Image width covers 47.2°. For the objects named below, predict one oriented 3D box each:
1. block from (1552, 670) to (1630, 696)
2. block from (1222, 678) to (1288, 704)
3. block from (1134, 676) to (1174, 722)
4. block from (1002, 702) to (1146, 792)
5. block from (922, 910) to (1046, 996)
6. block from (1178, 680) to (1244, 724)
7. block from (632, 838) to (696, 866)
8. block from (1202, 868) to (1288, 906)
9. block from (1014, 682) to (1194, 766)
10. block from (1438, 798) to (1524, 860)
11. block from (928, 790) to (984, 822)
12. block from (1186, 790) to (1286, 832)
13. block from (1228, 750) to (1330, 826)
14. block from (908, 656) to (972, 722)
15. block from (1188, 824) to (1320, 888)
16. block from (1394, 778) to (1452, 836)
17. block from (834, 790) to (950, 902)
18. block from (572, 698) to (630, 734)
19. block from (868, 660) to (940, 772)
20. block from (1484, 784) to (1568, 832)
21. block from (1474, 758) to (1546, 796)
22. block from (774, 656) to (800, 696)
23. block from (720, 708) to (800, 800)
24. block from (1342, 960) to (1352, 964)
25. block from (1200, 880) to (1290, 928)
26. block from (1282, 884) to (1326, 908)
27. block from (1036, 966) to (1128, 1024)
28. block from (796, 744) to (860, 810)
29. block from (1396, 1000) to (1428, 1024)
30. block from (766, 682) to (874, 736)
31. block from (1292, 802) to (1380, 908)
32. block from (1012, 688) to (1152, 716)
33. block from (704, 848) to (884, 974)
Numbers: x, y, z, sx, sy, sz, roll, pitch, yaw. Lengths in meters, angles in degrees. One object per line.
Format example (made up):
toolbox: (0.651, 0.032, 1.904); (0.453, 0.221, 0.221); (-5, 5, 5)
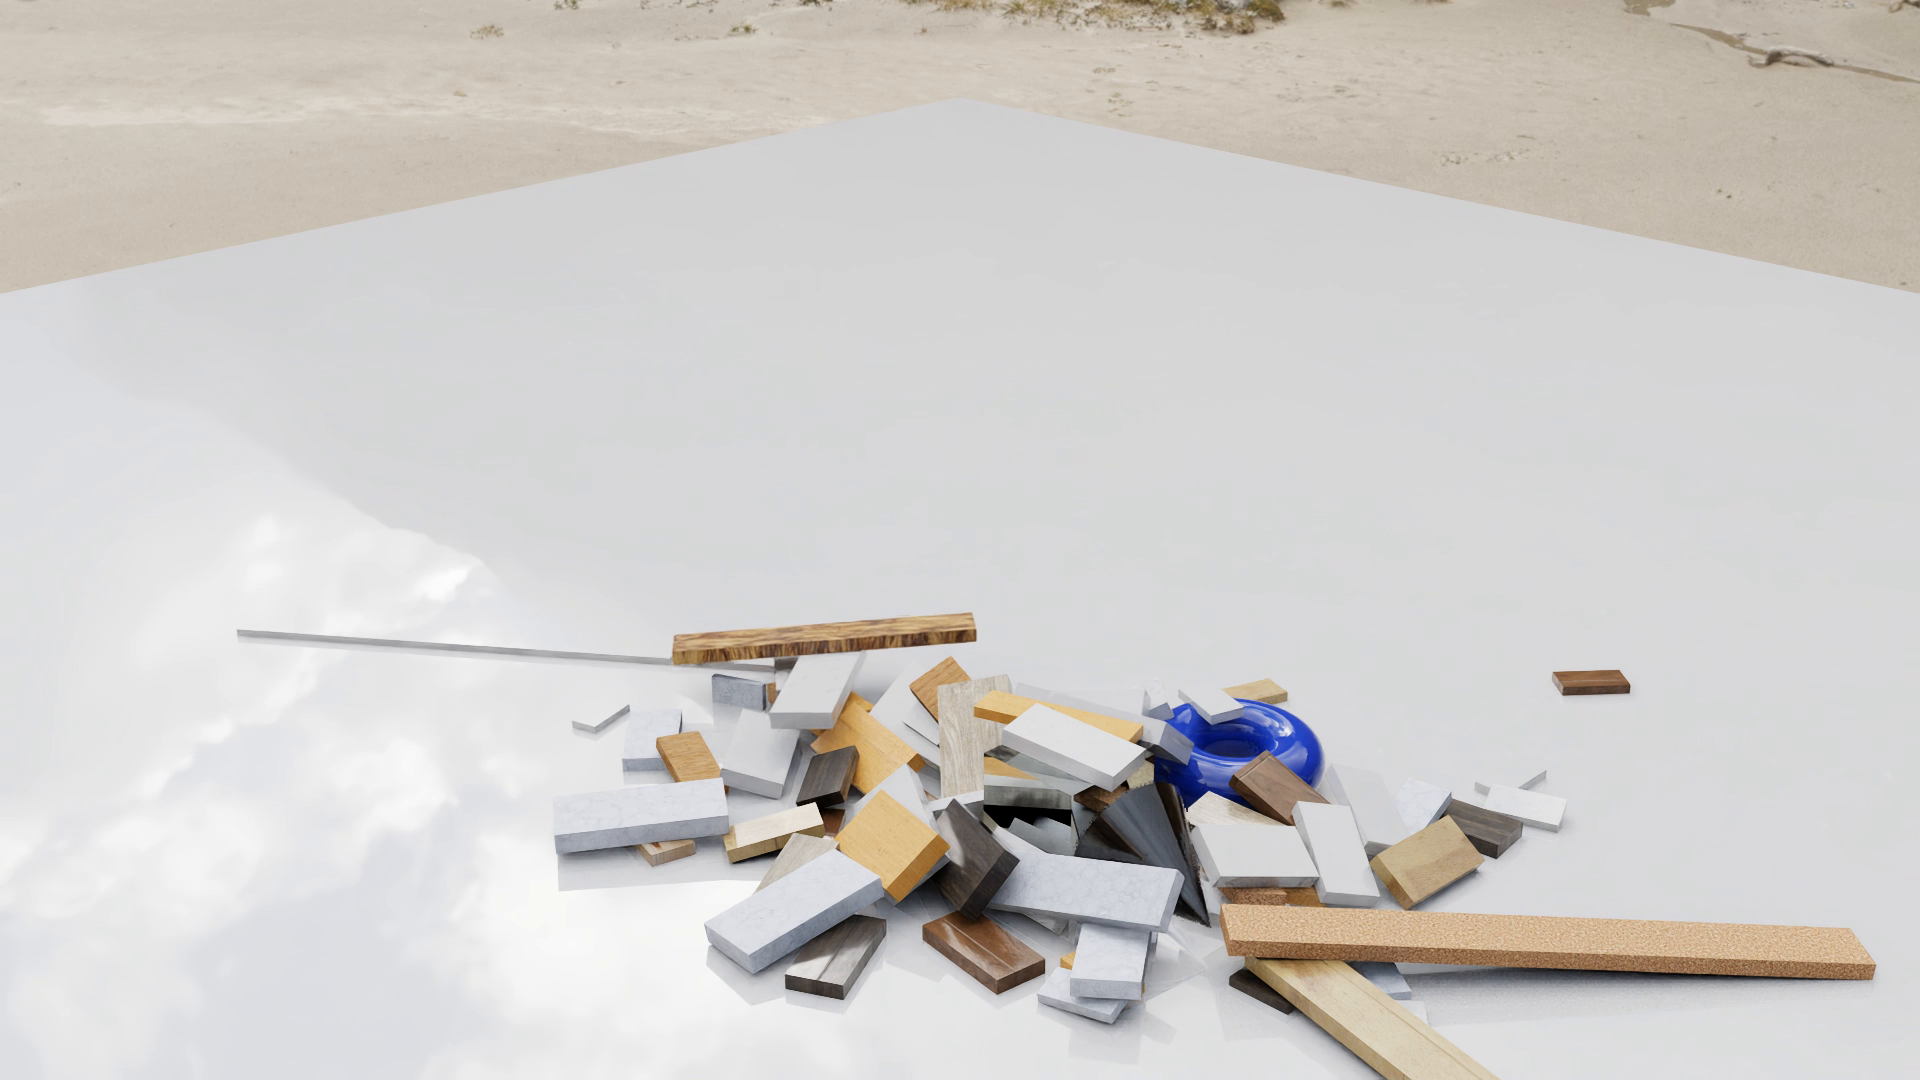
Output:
block: (1.427, 0.322, 4.973); (0.155, 0.022, 0.077); (-2, 23, -4)
block: (0.645, 0.349, 4.910); (0.155, 0.022, 0.077); (-11, 25, -24)
block: (0.310, 0.388, 4.635); (0.277, 0.039, 0.136); (-26, 19, 7)
block: (0.215, 0.392, 4.173); (0.245, 0.035, 0.122); (21, 32, 27)
block: (0.042, 0.740, 3.977); (0.110, 0.031, 0.220); (-17, 28, -34)
block: (0.526, 0.340, 4.613); (0.076, 0.021, 0.151); (-13, 23, -18)
block: (-0.606, 0.582, 4.356); (0.093, 0.026, 0.185); (-13, 26, -28)
block: (0.534, 0.645, 4.144); (0.096, 0.027, 0.193); (4, 11, -14)
block: (0.286, 0.369, 4.419); (0.335, 0.047, 0.167); (13, -13, 30)
block: (0.994, 0.564, 4.390); (0.225, 0.032, 0.112); (17, 28, 35)
block: (0.015, 0.532, 4.340); (0.163, 0.081, 0.023); (-14, 50, 14)
block: (0.546, 0.567, 4.260); (0.225, 0.032, 0.112); (22, 35, 32)
block: (0.648, 0.517, 4.311); (0.225, 0.032, 0.112); (40, 46, 23)
block: (-0.001, 0.347, 4.571); (0.110, 0.031, 0.220); (-35, 51, -10)
block: (0.549, 0.589, 4.102); (0.234, 0.033, 0.117); (5, 44, -31)
block: (0.891, 0.551, 4.362); (0.093, 0.026, 0.185); (17, 44, 34)
block: (-0.134, 0.579, 4.185); (0.140, 0.040, 0.280); (-46, 25, -9)
block: (-0.788, 0.386, 4.829); (0.063, 0.018, 0.125); (12, 26, 26)
block: (-0.029, 0.393, 4.622); (0.335, 0.047, 0.167); (27, 71, 39)
block: (1.139, 0.540, 4.434); (0.151, 0.021, 0.076); (11, 42, 24)
block: (1.142, 0.498, 4.560); (0.151, 0.021, 0.076); (-21, 31, -40)
block: (-0.344, 0.297, 4.902); (0.136, 0.039, 0.273); (-5, 18, -5)
block: (-0.418, 0.447, 4.617); (0.131, 0.037, 0.263); (15, 23, -2)
block: (0.659, 0.737, 3.990); (0.193, 0.027, 0.096); (-11, 25, -24)
block: (0.507, 0.689, 4.102); (0.193, 0.027, 0.096); (12, 26, 26)
block: (0.662, 0.640, 4.218); (0.093, 0.026, 0.185); (5, 24, 13)
block: (0.216, 0.793, 3.833); (0.148, 0.021, 0.074); (10, 36, 32)
block: (-0.268, 0.486, 4.473); (0.097, 0.027, 0.193); (-16, 20, 13)
block: (0.769, 0.835, 3.770); (0.064, 0.018, 0.129); (2, 23, 4)
block: (-0.304, 0.360, 4.828); (0.136, 0.039, 0.273); (-13, 20, -27)
block: (0.715, 0.597, 4.190); (0.112, 0.032, 0.223); (7, 40, -16)
block: (0.221, 0.397, 4.570); (0.335, 0.047, 0.167); (-2, 59, 22)
block: (-0.303, 0.677, 4.032); (0.298, 0.042, 0.149); (-27, 30, -31)
